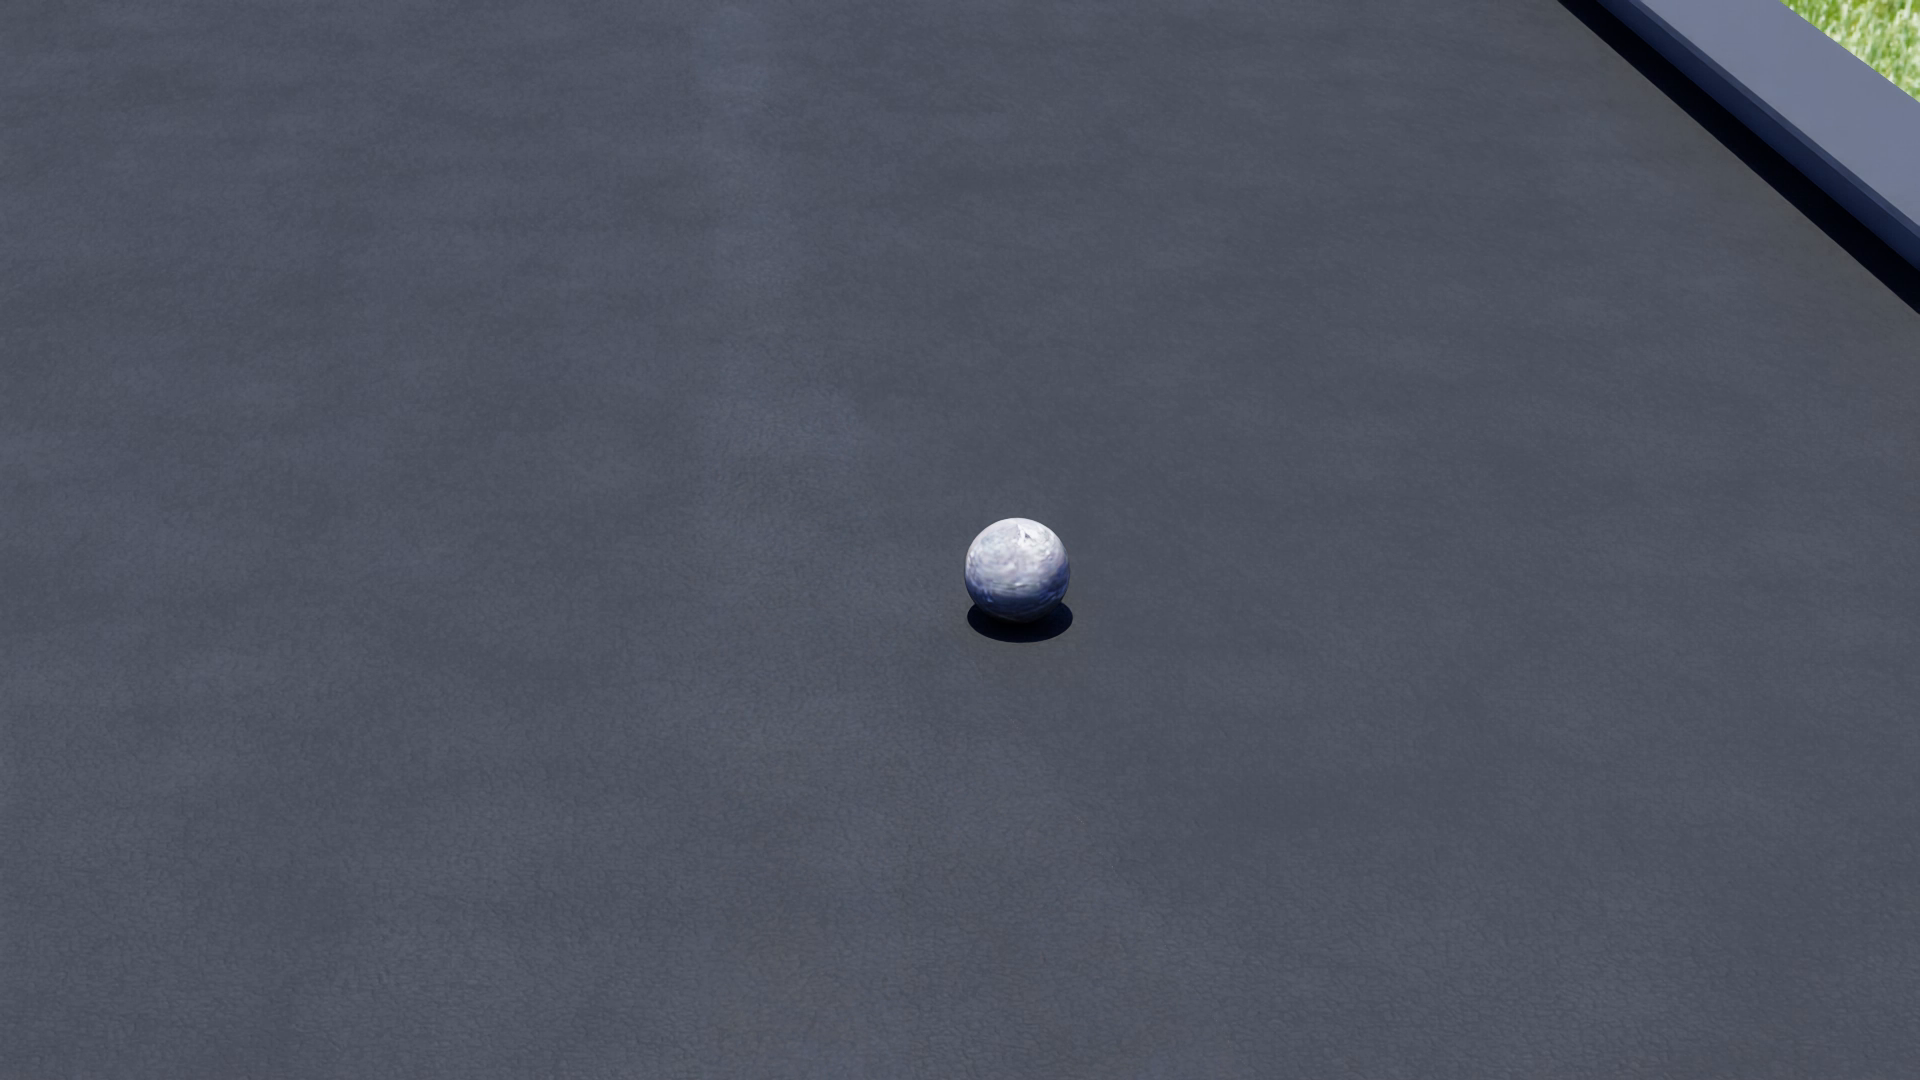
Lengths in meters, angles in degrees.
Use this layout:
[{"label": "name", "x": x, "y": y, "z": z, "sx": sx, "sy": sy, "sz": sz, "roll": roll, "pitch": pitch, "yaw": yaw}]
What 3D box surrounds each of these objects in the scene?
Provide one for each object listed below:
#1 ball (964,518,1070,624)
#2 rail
[{"label": "ball", "x": 0.035, "y": 0.019, "z": 1.814, "sx": 0.066, "sy": 0.066, "sz": 0.066, "roll": 0, "pitch": 27, "yaw": 0}, {"label": "rail", "x": 0.674, "y": -0.453, "z": 2.659, "sx": 0.045, "sy": 0.124, "sz": 3.277, "roll": -4, "pitch": 28, "yaw": -8}]
